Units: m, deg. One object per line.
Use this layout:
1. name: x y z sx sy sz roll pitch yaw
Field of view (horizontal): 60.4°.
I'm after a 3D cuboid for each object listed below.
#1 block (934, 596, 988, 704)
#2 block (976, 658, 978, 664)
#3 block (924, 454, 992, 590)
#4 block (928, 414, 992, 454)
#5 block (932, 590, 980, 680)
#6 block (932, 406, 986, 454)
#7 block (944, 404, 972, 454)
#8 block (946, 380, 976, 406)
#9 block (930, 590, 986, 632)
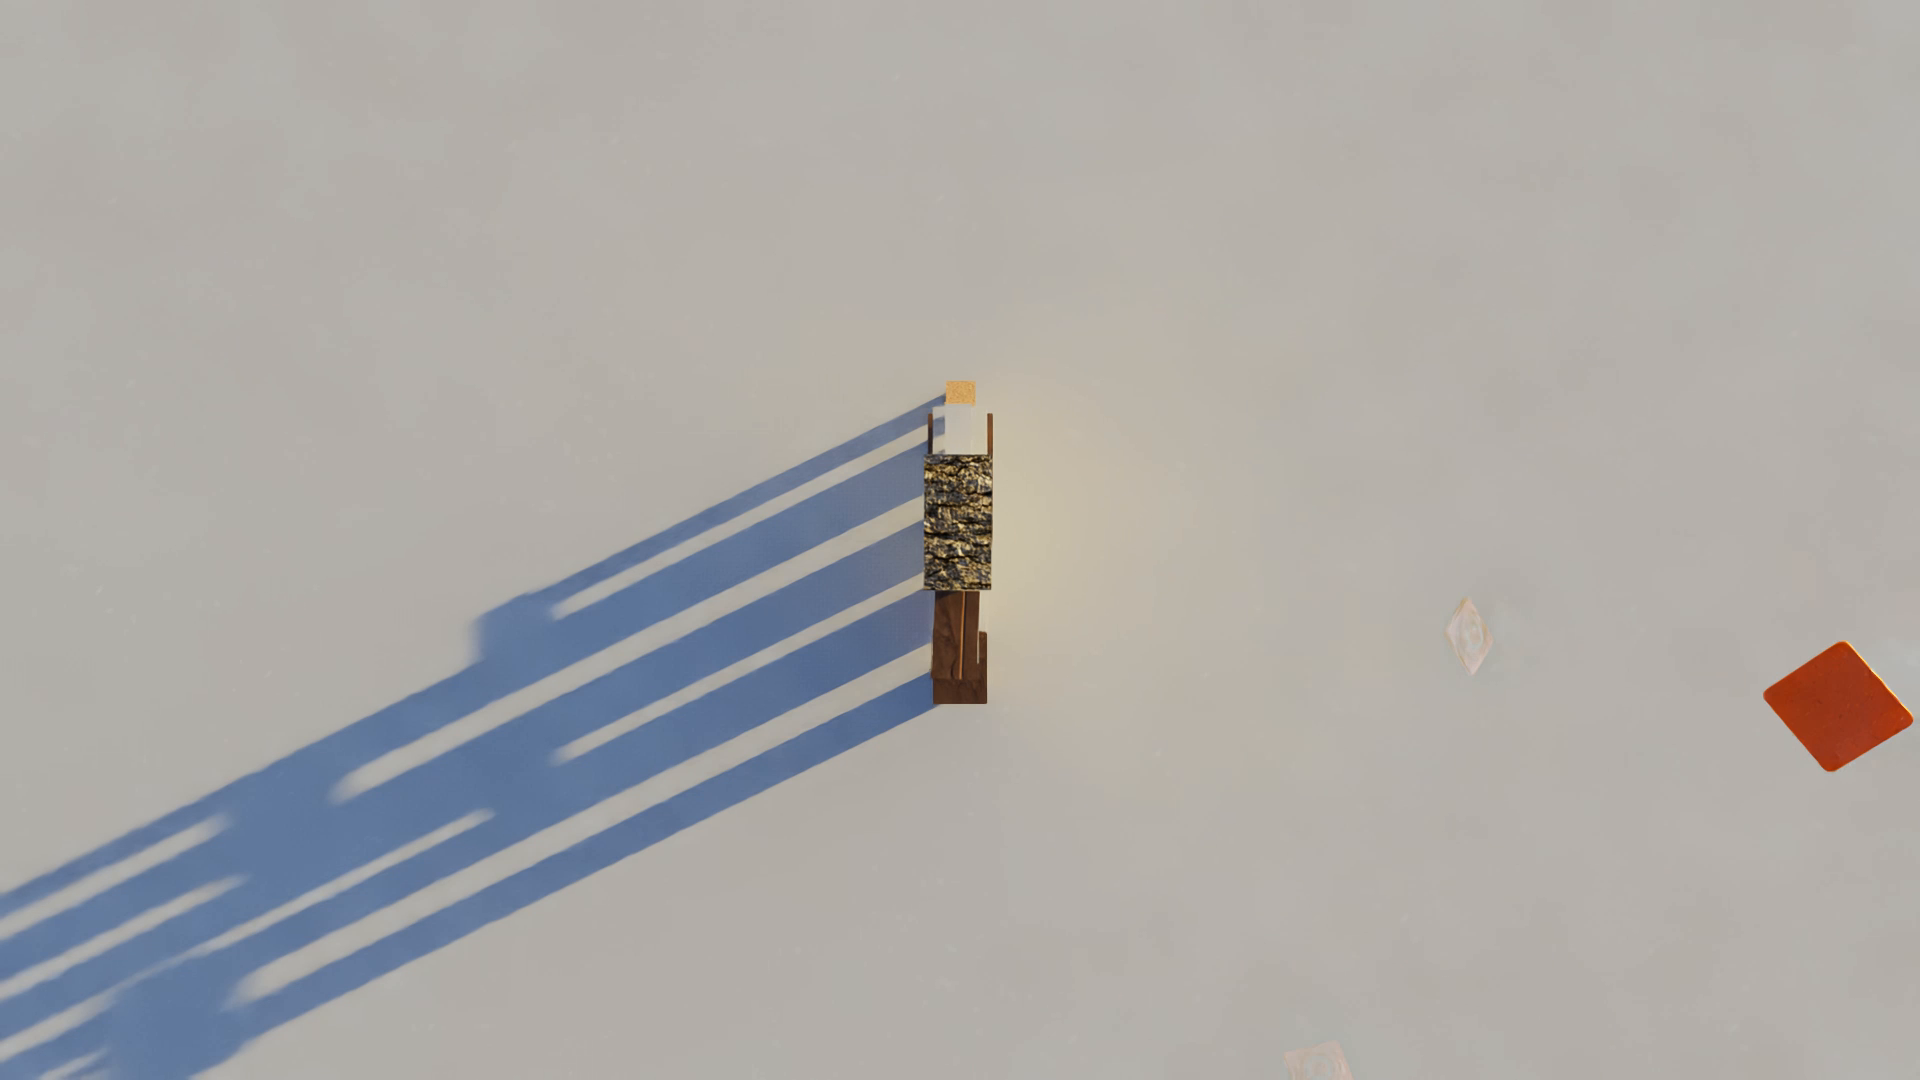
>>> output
1. block: 0.001 0.341 5.140 0.168 0.048 0.337 0 90 0
2. block: -0.004 0.230 4.626 0.115 0.033 0.230 0 90 0
3. block: -0.005 -0.041 3.837 0.157 0.044 0.314 0 90 0
4. block: 0.001 -0.168 4.531 0.177 0.050 0.355 0 90 0
5. block: -0.010 0.225 3.945 0.107 0.030 0.213 3 90 0
6. block: 0.000 -0.201 4.210 0.138 0.039 0.275 0 90 0
7. block: -0.004 -0.269 4.051 0.065 0.018 0.130 -1 90 0
8. block: 0.003 -0.415 5.296 0.095 0.027 0.190 0 90 0
9. block: -0.004 0.087 4.194 0.145 0.041 0.291 0 90 0
